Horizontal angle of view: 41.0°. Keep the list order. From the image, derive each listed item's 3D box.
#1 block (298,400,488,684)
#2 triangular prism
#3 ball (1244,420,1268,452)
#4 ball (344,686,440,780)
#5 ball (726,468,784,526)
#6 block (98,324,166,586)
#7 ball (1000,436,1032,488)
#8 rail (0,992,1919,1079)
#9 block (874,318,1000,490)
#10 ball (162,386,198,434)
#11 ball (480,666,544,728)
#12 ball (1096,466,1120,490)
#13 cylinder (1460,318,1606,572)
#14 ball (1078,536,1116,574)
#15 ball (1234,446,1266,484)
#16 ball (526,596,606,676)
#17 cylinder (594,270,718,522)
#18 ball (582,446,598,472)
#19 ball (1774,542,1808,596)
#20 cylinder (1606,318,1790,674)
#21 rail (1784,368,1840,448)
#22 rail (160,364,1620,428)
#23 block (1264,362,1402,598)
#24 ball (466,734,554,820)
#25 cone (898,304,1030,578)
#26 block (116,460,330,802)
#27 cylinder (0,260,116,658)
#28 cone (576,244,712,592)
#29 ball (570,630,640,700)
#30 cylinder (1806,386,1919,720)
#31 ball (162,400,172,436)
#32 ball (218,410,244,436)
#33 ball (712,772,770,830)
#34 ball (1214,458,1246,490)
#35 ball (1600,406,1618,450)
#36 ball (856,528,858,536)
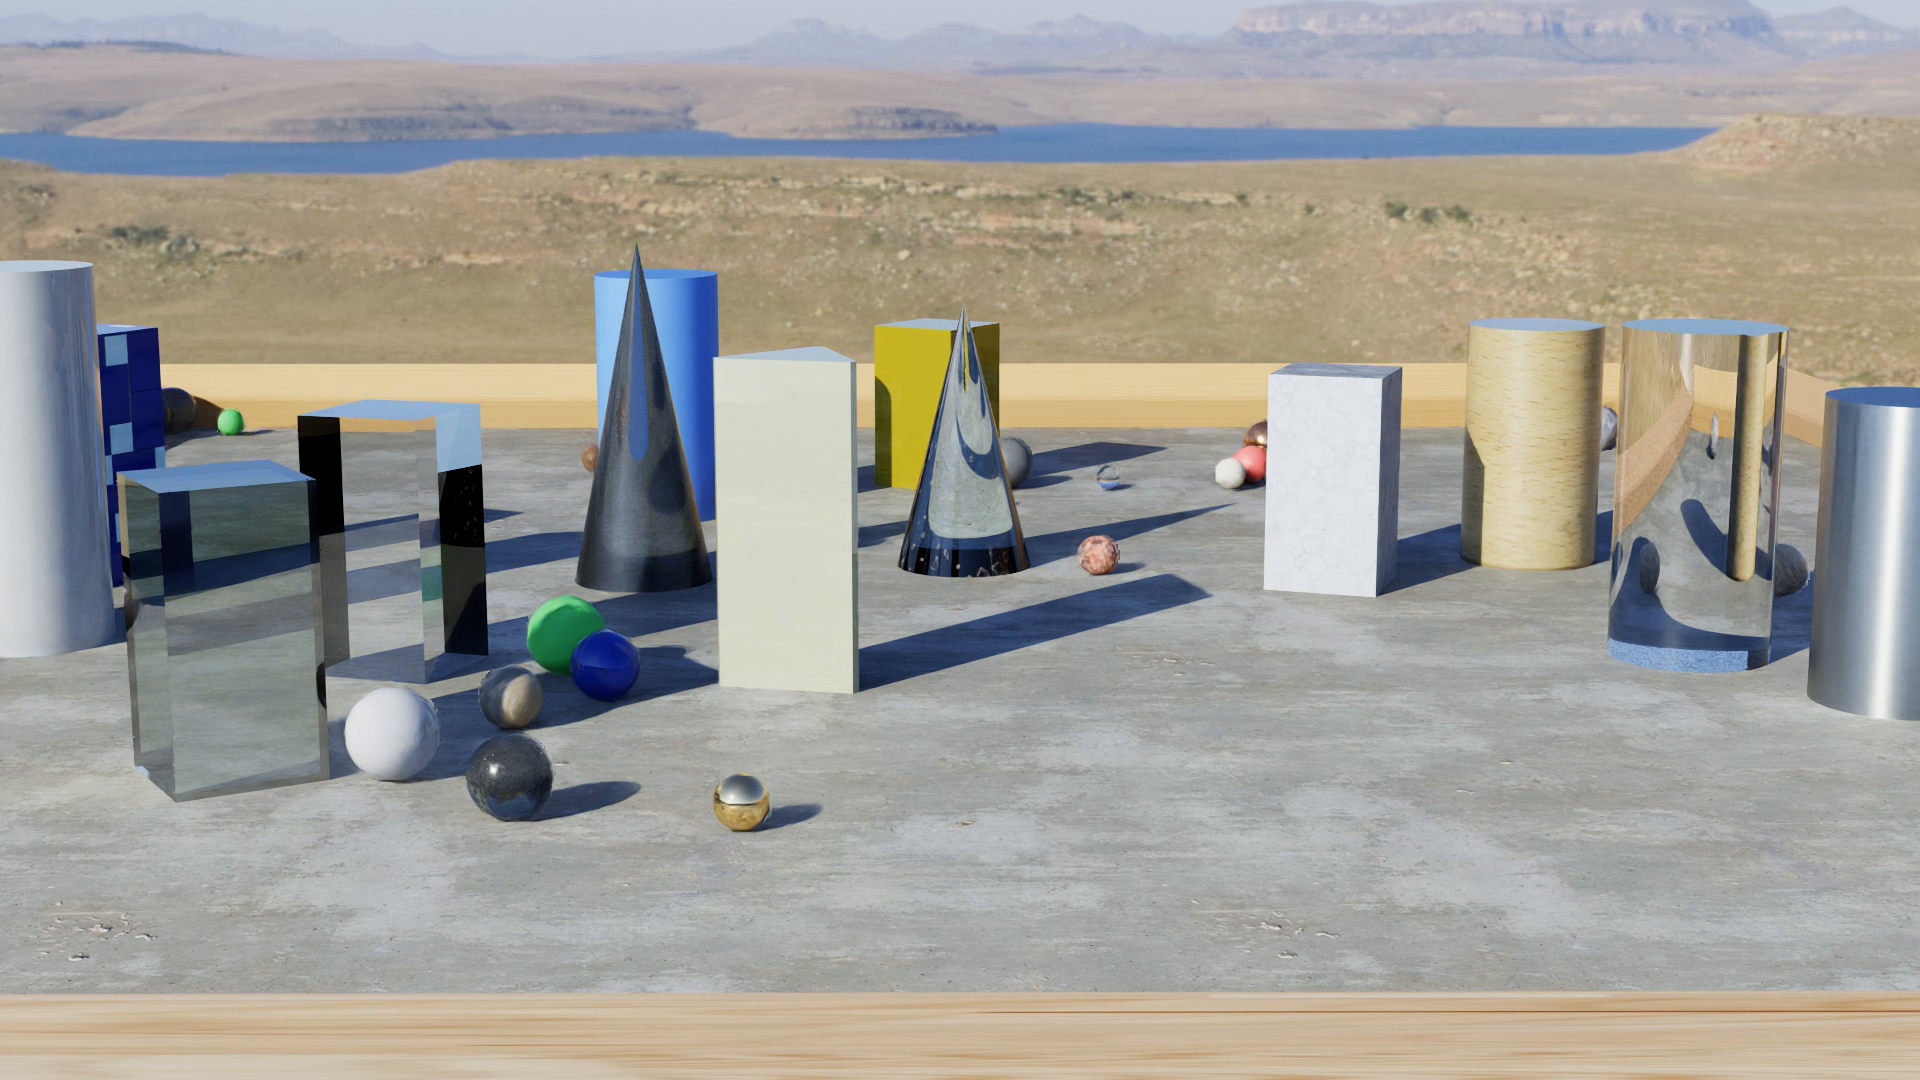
[{"bbox_3d":[-0.688,-0.002,3.124,0.158,0.317,0.158,3,11,17],"label":"block"},{"bbox_3d":[-0.187,-0.029,3.068,0.171,0.391,0.148,2,11,13],"label":"triangular prism"},{"bbox_3d":[0.563,-0.177,4.710,0.085,0.085,0.085,0,10,0],"label":"ball"},{"bbox_3d":[-0.585,0.199,2.643,0.097,0.097,0.097,0,10,0],"label":"ball"},{"bbox_3d":[-0.327,-0.070,4.105,0.093,0.093,0.093,0,10,0],"label":"ball"},{"bbox_3d":[-1.252,-0.122,3.663,0.158,0.357,0.158,5,12,27],"label":"block"},{"bbox_3d":[0.080,-0.135,4.469,0.089,0.089,0.089,0,10,0],"label":"ball"},{"bbox_3d":[0.010,0.356,1.707,3.334,0.128,0.045,0,10,0],"label":"rail"},{"bbox_3d":[-0.040,-0.238,4.501,0.158,0.281,0.158,7,12,32],"label":"block"},{"bbox_3d":[-1.570,-0.258,5.118,0.095,0.095,0.095,0,10,0],"label":"ball"},{"bbox_3d":[-0.498,0.175,2.849,0.070,0.070,0.070,0,10,0],"label":"ball"},{"bbox_3d":[0.258,-0.109,4.457,0.042,0.042,0.042,0,10,0],"label":"ball"},{"bbox_3d":[0.847,-0.145,3.802,0.197,0.351,0.197,0,10,0],"label":"cylinder"},{"bbox_3d":[0.199,0.021,3.712,0.057,0.057,0.057,0,10,0],"label":"ball"},{"bbox_3d":[0.512,-0.133,4.519,0.066,0.066,0.066,0,10,0],"label":"ball"},{"bbox_3d":[-0.475,0.115,3.099,0.096,0.096,0.096,0,10,0],"label":"ball"},{"bbox_3d":[-0.490,-0.235,4.169,0.197,0.394,0.197,0,10,0],"label":"cylinder"},{"bbox_3d":[-0.661,-0.146,4.643,0.048,0.048,0.048,0,10,0],"label":"ball"},{"bbox_3d":[1.136,0.041,3.556,0.075,0.075,0.075,0,10,0],"label":"ball"},{"bbox_3d":[0.910,-0.059,3.172,0.197,0.411,0.197,0,10,0],"label":"cylinder"},{"bbox_3d":[1.643,0.031,3.458,0.045,0.128,3.590,0,10,0],"label":"rail"},{"bbox_3d":[-0.010,-0.290,5.190,3.334,0.128,0.045,0,10,0],"label":"rail"},{"bbox_3d":[0.529,-0.089,3.629,0.158,0.304,0.158,4,11,19],"label":"block"},{"bbox_3d":[-0.440,0.231,2.506,0.084,0.084,0.084,0,10,0],"label":"ball"},{"bbox_3d":[0.006,-0.156,3.754,0.197,0.390,0.197,0,10,0],"label":"cone"},{"bbox_3d":[-0.759,0.089,2.644,0.158,0.314,0.158,-7,12,-32],"label":"block"},{"bbox_3d":[-1.186,-0.107,3.247,0.197,0.478,0.197,0,10,0],"label":"cylinder"},{"bbox_3d":[-0.453,-0.182,3.639,0.197,0.483,0.197,0,10,0],"label":"cone"},{"bbox_3d":[-0.412,0.145,2.978,0.081,0.081,0.081,0,10,0],"label":"ball"},{"bbox_3d":[1.088,0.012,2.950,0.197,0.354,0.197,0,10,0],"label":"cylinder"},{"bbox_3d":[-1.590,-0.238,5.031,0.087,0.087,0.087,0,10,0],"label":"ball"},{"bbox_3d":[-1.449,-0.233,5.098,0.052,0.052,0.052,0,10,0],"label":"ball"},{"bbox_3d":[-0.210,0.252,2.472,0.056,0.056,0.056,0,10,0],"label":"ball"},{"bbox_3d":[0.470,-0.115,4.456,0.054,0.054,0.054,0,10,0],"label":"ball"},{"bbox_3d":[1.221,-0.216,4.913,0.087,0.087,0.087,0,10,0],"label":"ball"},{"bbox_3d":[-0.181,-0.013,3.918,0.049,0.049,0.049,0,10,0],"label":"ball"}]
